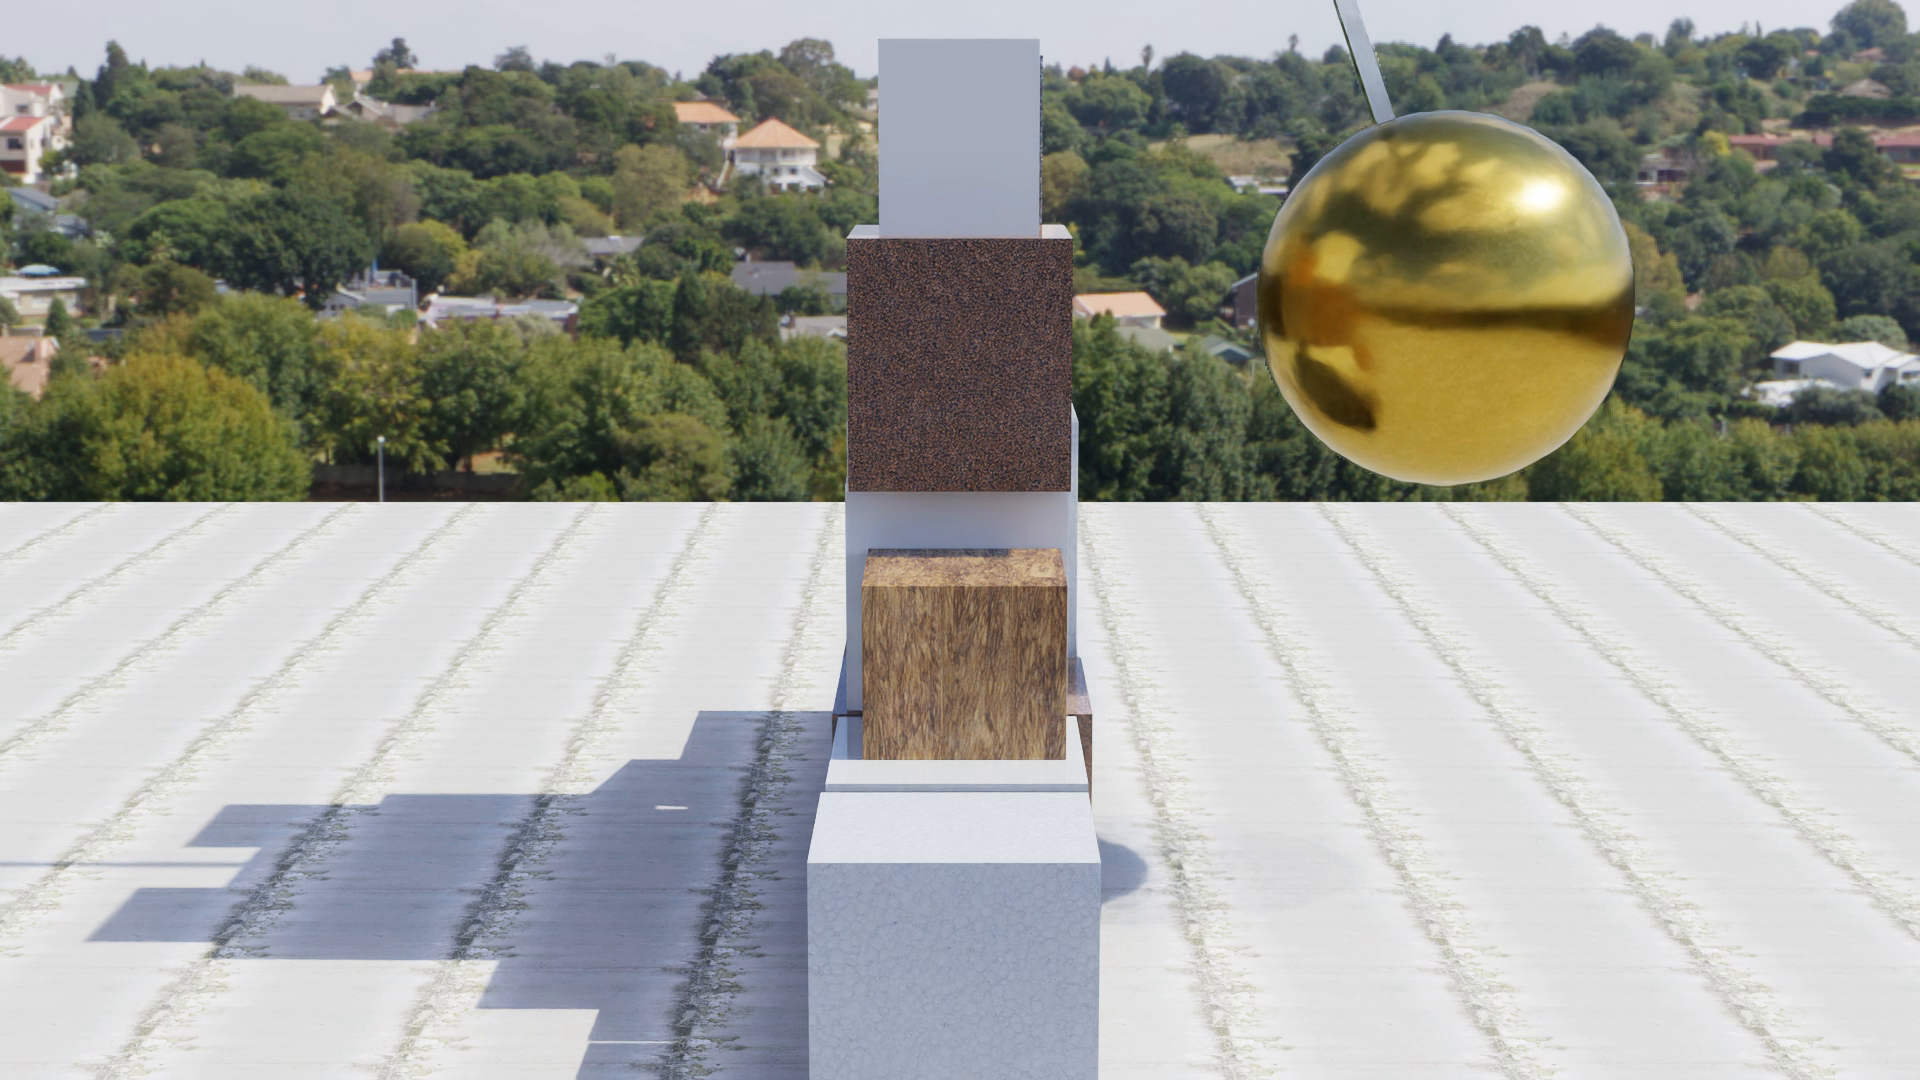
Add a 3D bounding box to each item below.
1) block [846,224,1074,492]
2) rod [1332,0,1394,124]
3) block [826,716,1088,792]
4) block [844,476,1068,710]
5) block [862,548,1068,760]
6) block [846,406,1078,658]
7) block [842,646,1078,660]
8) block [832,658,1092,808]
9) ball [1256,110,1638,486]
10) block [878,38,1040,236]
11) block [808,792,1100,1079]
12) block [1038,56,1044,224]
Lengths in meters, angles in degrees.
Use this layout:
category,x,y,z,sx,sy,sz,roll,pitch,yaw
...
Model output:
category,x,y,z,sx,sy,sz,roll,pitch,yaw
block,-0.001,-0.746,10.270,0.861,0.974,0.890,0,10,0
rod,0.899,-4.171,10.422,0.080,5.200,0.080,-20,10,4
block,-0.011,1.274,9.812,0.946,0.984,0.985,0,10,0
block,-0.012,0.143,10.675,0.883,0.920,0.970,0,10,0
block,0.017,0.427,9.853,0.757,0.661,0.724,0,11,0
block,0.011,-0.079,11.636,0.999,1.055,0.981,0,10,0
block,0.002,0.917,11.815,1.037,0.968,1.010,0,10,0
block,0.009,1.090,10.806,1.038,0.990,1.016,0,10,0
ball,2.074,-1.033,10.993,1.600,1.600,1.600,0,10,0
block,-0.004,-1.614,10.226,0.619,0.749,0.720,0,10,0
block,-0.020,1.453,8.910,0.963,0.954,0.834,0,10,0
block,0.008,-1.770,11.524,0.703,0.796,0.711,0,10,0
